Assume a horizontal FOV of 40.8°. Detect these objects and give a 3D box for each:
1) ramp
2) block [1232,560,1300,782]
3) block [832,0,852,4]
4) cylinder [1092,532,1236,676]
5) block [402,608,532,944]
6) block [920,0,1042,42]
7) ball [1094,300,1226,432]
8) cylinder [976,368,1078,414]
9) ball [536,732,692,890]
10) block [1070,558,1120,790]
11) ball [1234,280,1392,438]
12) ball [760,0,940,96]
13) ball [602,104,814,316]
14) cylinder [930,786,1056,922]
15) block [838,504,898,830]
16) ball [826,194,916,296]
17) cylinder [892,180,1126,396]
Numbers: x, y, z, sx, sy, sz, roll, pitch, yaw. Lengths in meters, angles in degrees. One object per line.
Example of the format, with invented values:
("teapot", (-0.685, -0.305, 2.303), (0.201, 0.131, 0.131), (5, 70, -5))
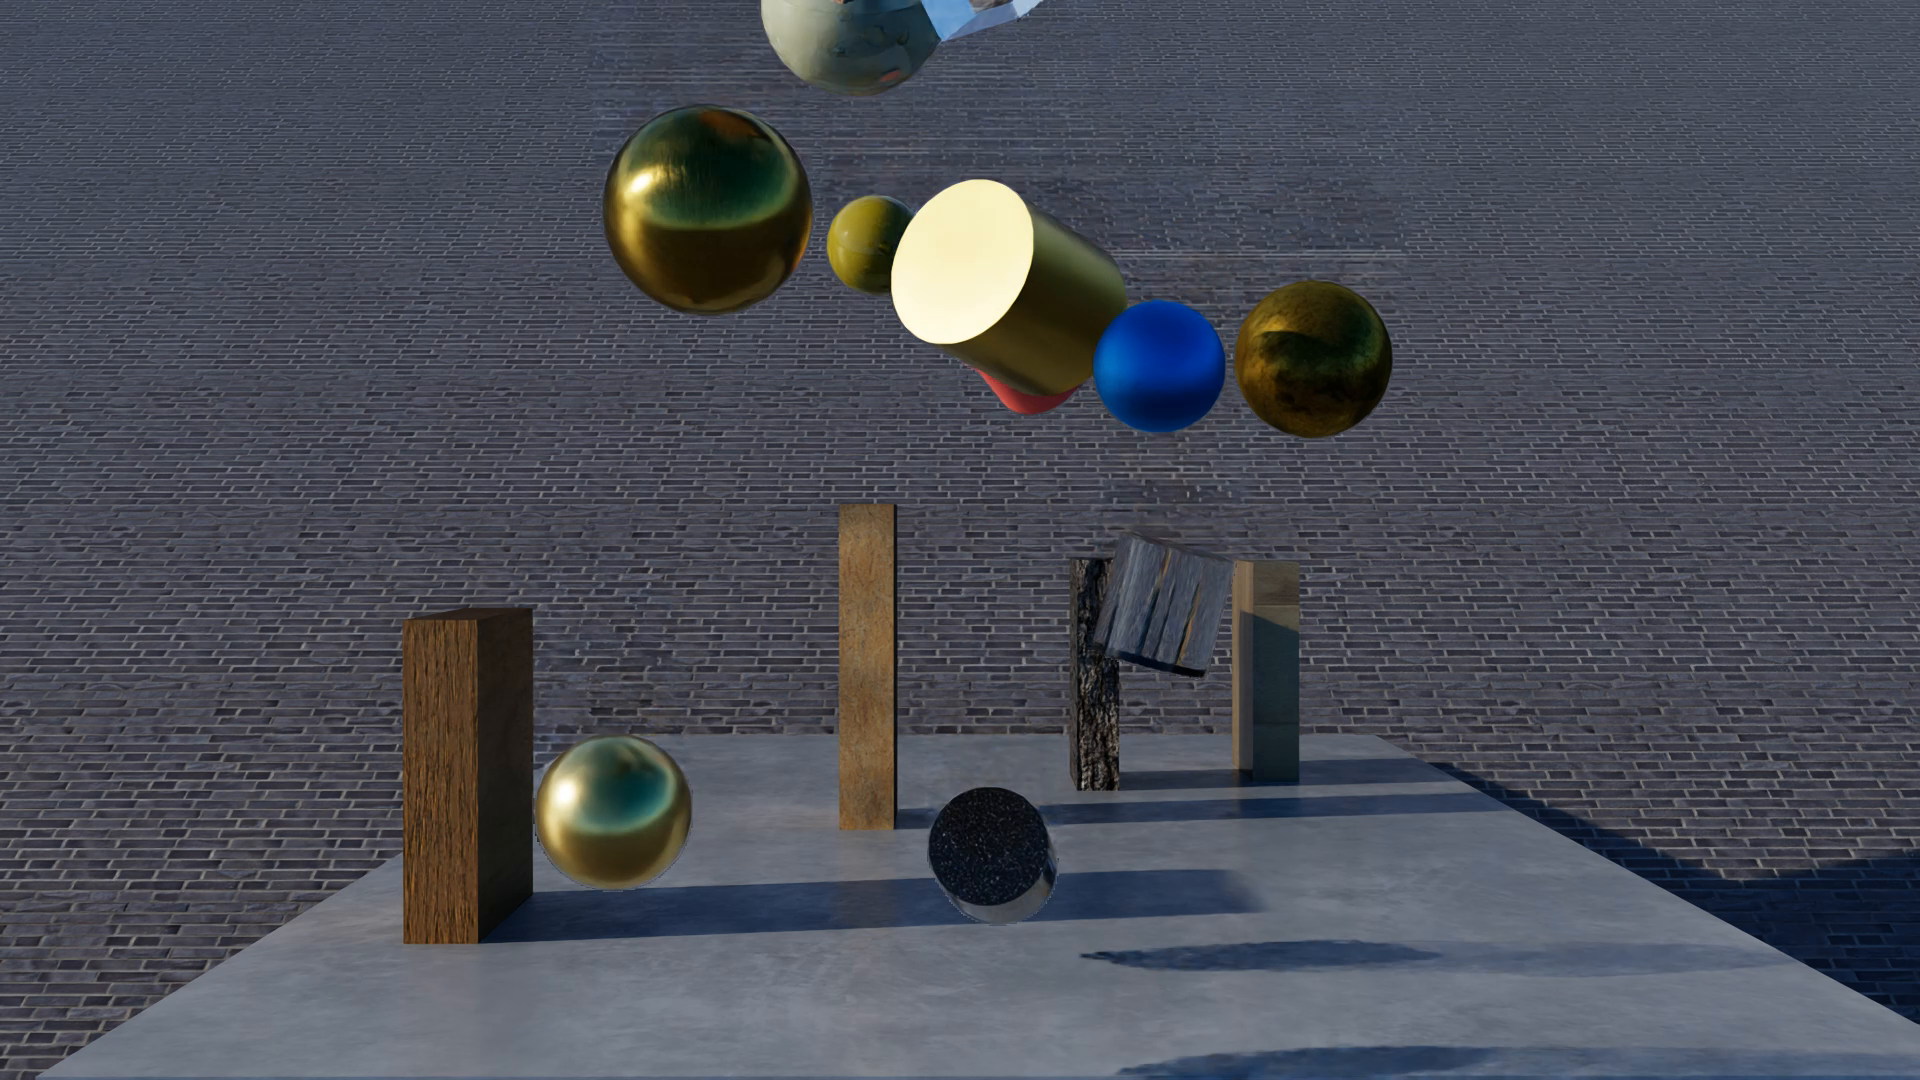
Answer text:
("ramp", (0.064, 0.571, 4.612), (2.000, 0.100, 4.000), (0, 1, 0))
("block", (0.668, 0.277, 5.674), (0.098, 0.463, 0.419), (0, 1, 0))
("block", (-0.111, -0.613, 2.266), (0.194, 0.194, 0.194), (25, 41, 33))
("cylinder", (0.247, 0.078, 3.147), (0.143, 0.143, 0.143), (14, 5, -1))
("block", (-0.687, 0.317, 3.634), (0.099, 0.428, 0.442), (0, 1, 0))
("block", (0.027, -0.549, 2.405), (0.110, 0.110, 0.110), (-27, -1, -41))
("ball", (0.181, -0.158, 2.352), (0.120, 0.120, 0.120), (0, 28, 0))
("cylinder", (0.072, -0.226, 3.009), (0.115, 0.115, 0.115), (-14, 55, 22))
("ball", (-0.334, 0.262, 2.496), (0.151, 0.151, 0.151), (0, 28, 0))
("block", (0.283, 0.275, 5.466), (0.086, 0.472, 0.354), (0, 1, 0))
("ball", (0.367, -0.188, 2.688), (0.163, 0.163, 0.163), (0, 28, 0))
("ball", (-0.113, -0.577, 2.763), (0.203, 0.203, 0.203), (0, 28, 0))
("ball", (-0.215, -0.281, 2.200), (0.179, 0.179, 0.179), (0, 28, 0))
("cylinder", (0.043, 0.396, 3.235), (0.147, 0.147, 0.147), (-2, -17, 6))
("block", (-0.168, 0.226, 4.789), (0.098, 0.585, 0.299), (0, 1, 0))
("ball", (-0.091, -0.324, 2.839), (0.111, 0.111, 0.111), (0, 28, 0))
("cylinder", (0.048, -0.241, 2.491), (0.163, 0.163, 0.163), (26, 1, 39))
